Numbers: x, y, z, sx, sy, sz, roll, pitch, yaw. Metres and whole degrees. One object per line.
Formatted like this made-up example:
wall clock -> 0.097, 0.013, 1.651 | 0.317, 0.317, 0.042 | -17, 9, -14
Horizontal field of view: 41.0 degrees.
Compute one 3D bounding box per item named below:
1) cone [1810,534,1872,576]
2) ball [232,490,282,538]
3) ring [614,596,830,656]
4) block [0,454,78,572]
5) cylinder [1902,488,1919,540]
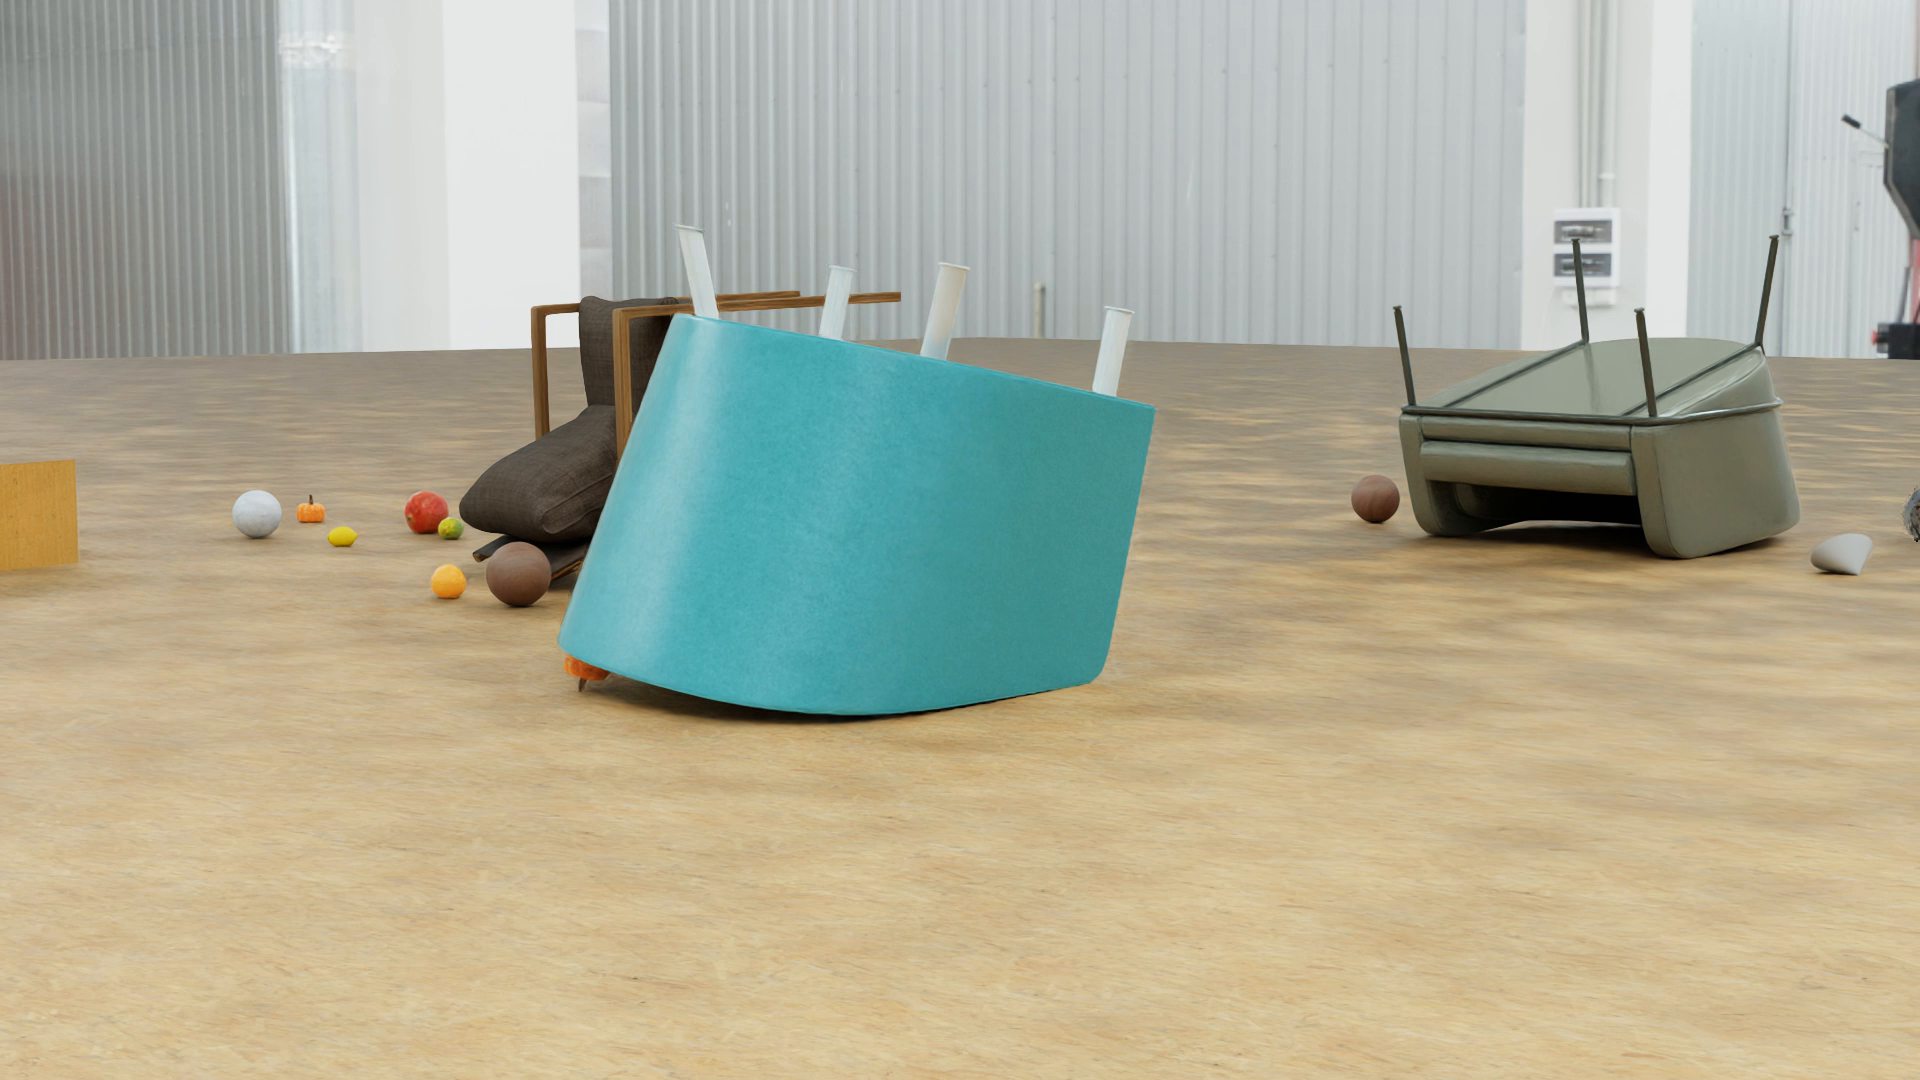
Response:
cone -> 1.970, 0.053, 5.676 | 0.168, 0.114, 0.074 | 4, 42, -26
ball -> -1.769, -0.066, 6.458 | 0.121, 0.121, 0.121 | 0, 6, 0
ring -> -0.426, 0.152, 4.591 | 0.384, 0.072, 0.446 | -1, 5, -11
block -> -2.218, -0.063, 5.860 | 0.273, 0.238, 0.271 | 4, 7, 34
cylinder -> 2.451, -0.081, 6.378 | 0.210, 0.137, 0.132 | -38, -4, 14
